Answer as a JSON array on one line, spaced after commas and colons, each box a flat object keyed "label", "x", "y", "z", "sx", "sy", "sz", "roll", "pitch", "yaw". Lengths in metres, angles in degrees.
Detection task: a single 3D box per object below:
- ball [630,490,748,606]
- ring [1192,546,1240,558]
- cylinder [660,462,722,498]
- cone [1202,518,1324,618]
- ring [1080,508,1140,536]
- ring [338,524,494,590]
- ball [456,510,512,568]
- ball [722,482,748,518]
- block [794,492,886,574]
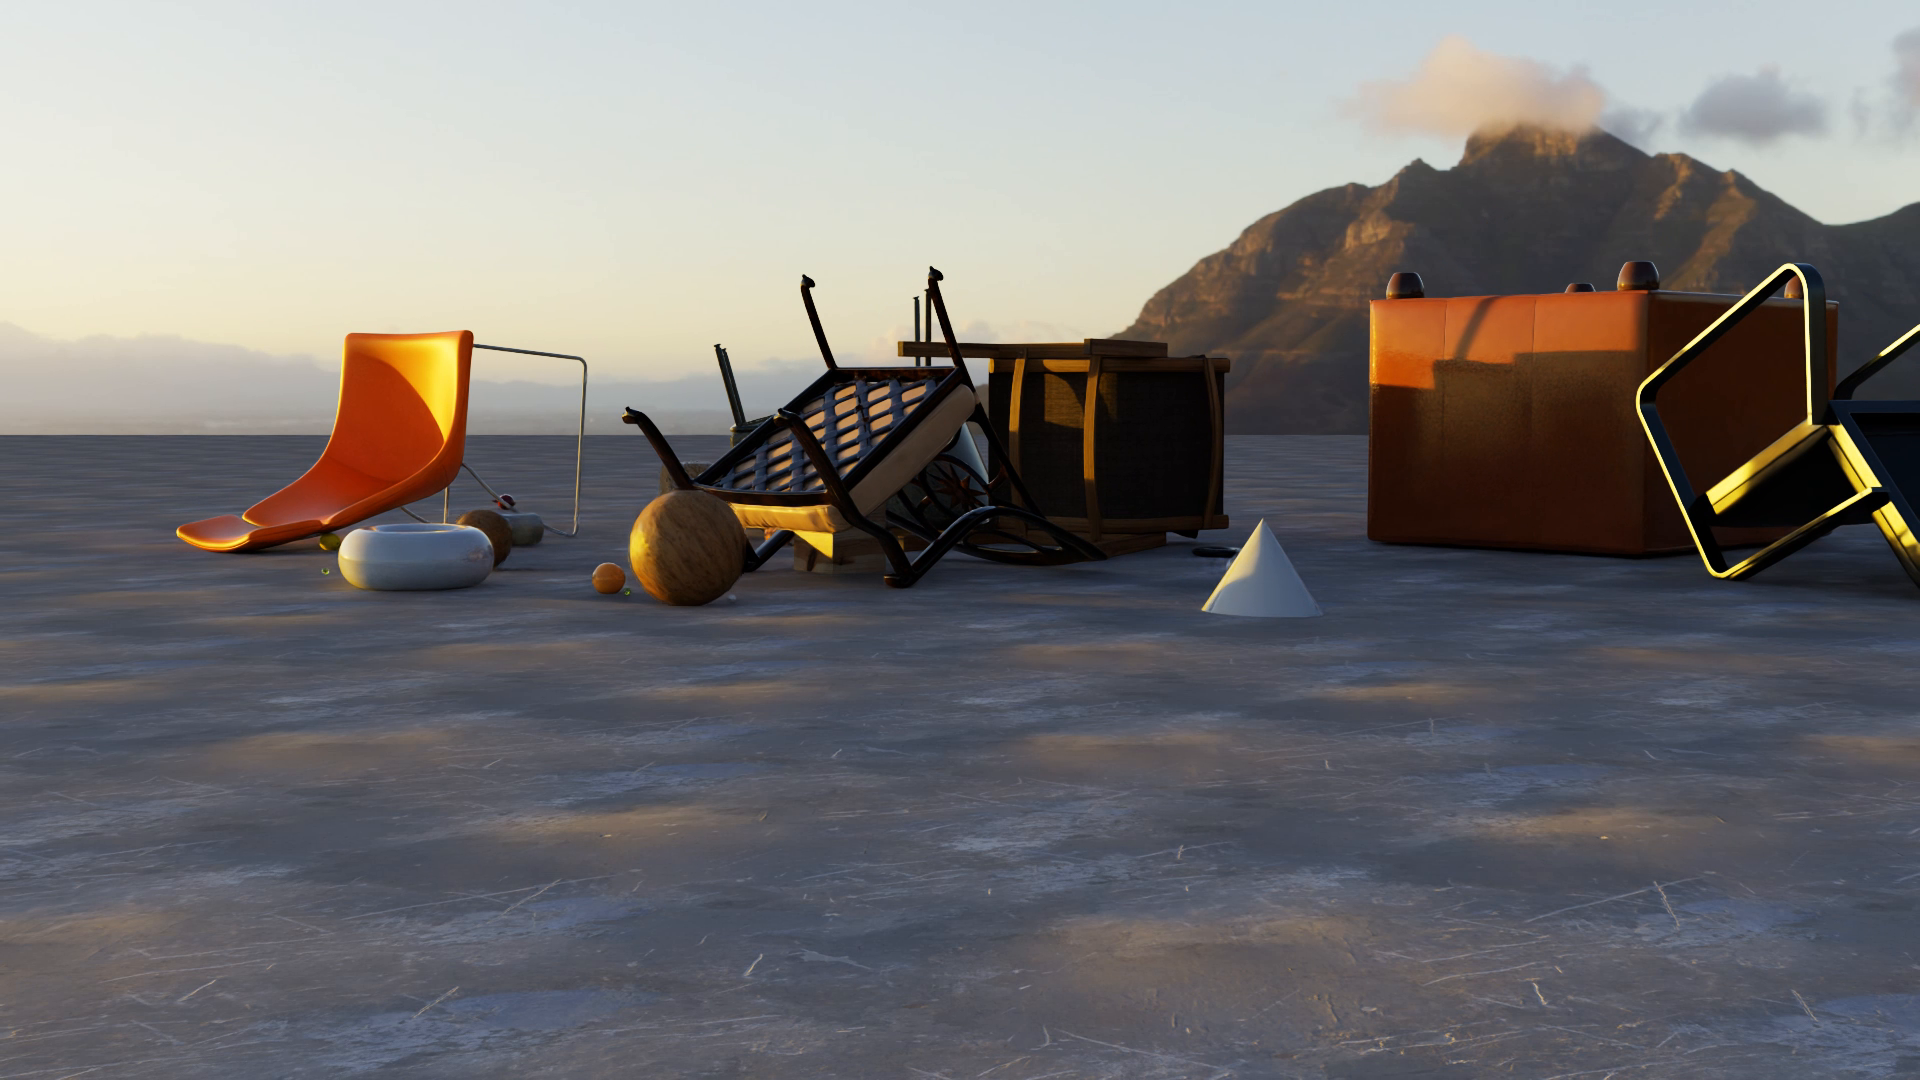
[{"label": "ball", "x": -0.562, "y": 0.016, "z": 4.550, "sx": 0.242, "sy": 0.242, "sz": 0.242, "roll": 0, "pitch": 4, "yaw": 0}, {"label": "ring", "x": 0.695, "y": 0.033, "z": 5.915, "sx": 0.147, "sy": 0.022, "sz": 0.132, "roll": 3, "pitch": 6, "yaw": 36}, {"label": "cylinder", "x": -0.824, "y": -0.125, "z": 6.728, "sx": 0.160, "sy": 0.220, "sz": 0.235, "roll": -1, "pitch": -30, "yaw": -16}, {"label": "cone", "x": 0.610, "y": 0.050, "z": 4.436, "sx": 0.264, "sy": 0.189, "sz": 0.194, "roll": 4, "pitch": 5, "yaw": 42}, {"label": "ring", "x": 0.459, "y": -0.055, "z": 6.763, "sx": 0.157, "sy": 0.082, "sz": 0.213, "roll": -2, "pitch": 3, "yaw": -39}, {"label": "ring", "x": -1.238, "y": 0.039, "z": 5.013, "sx": 0.348, "sy": 0.135, "sz": 0.345, "roll": 3, "pitch": 6, "yaw": 24}, {"label": "ball", "x": -1.189, "y": -0.001, "z": 5.472, "sx": 0.150, "sy": 0.150, "sz": 0.150, "roll": 0, "pitch": 4, "yaw": 0}, {"label": "ball", "x": -0.779, "y": -0.124, "z": 7.354, "sx": 0.137, "sy": 0.137, "sz": 0.137, "roll": 0, "pitch": 4, "yaw": 0}, {"label": "block", "x": -0.298, "y": -0.019, "z": 5.442, "sx": 0.161, "sy": 0.190, "sz": 0.165, "roll": -3, "pitch": 5, "yaw": -39}]
